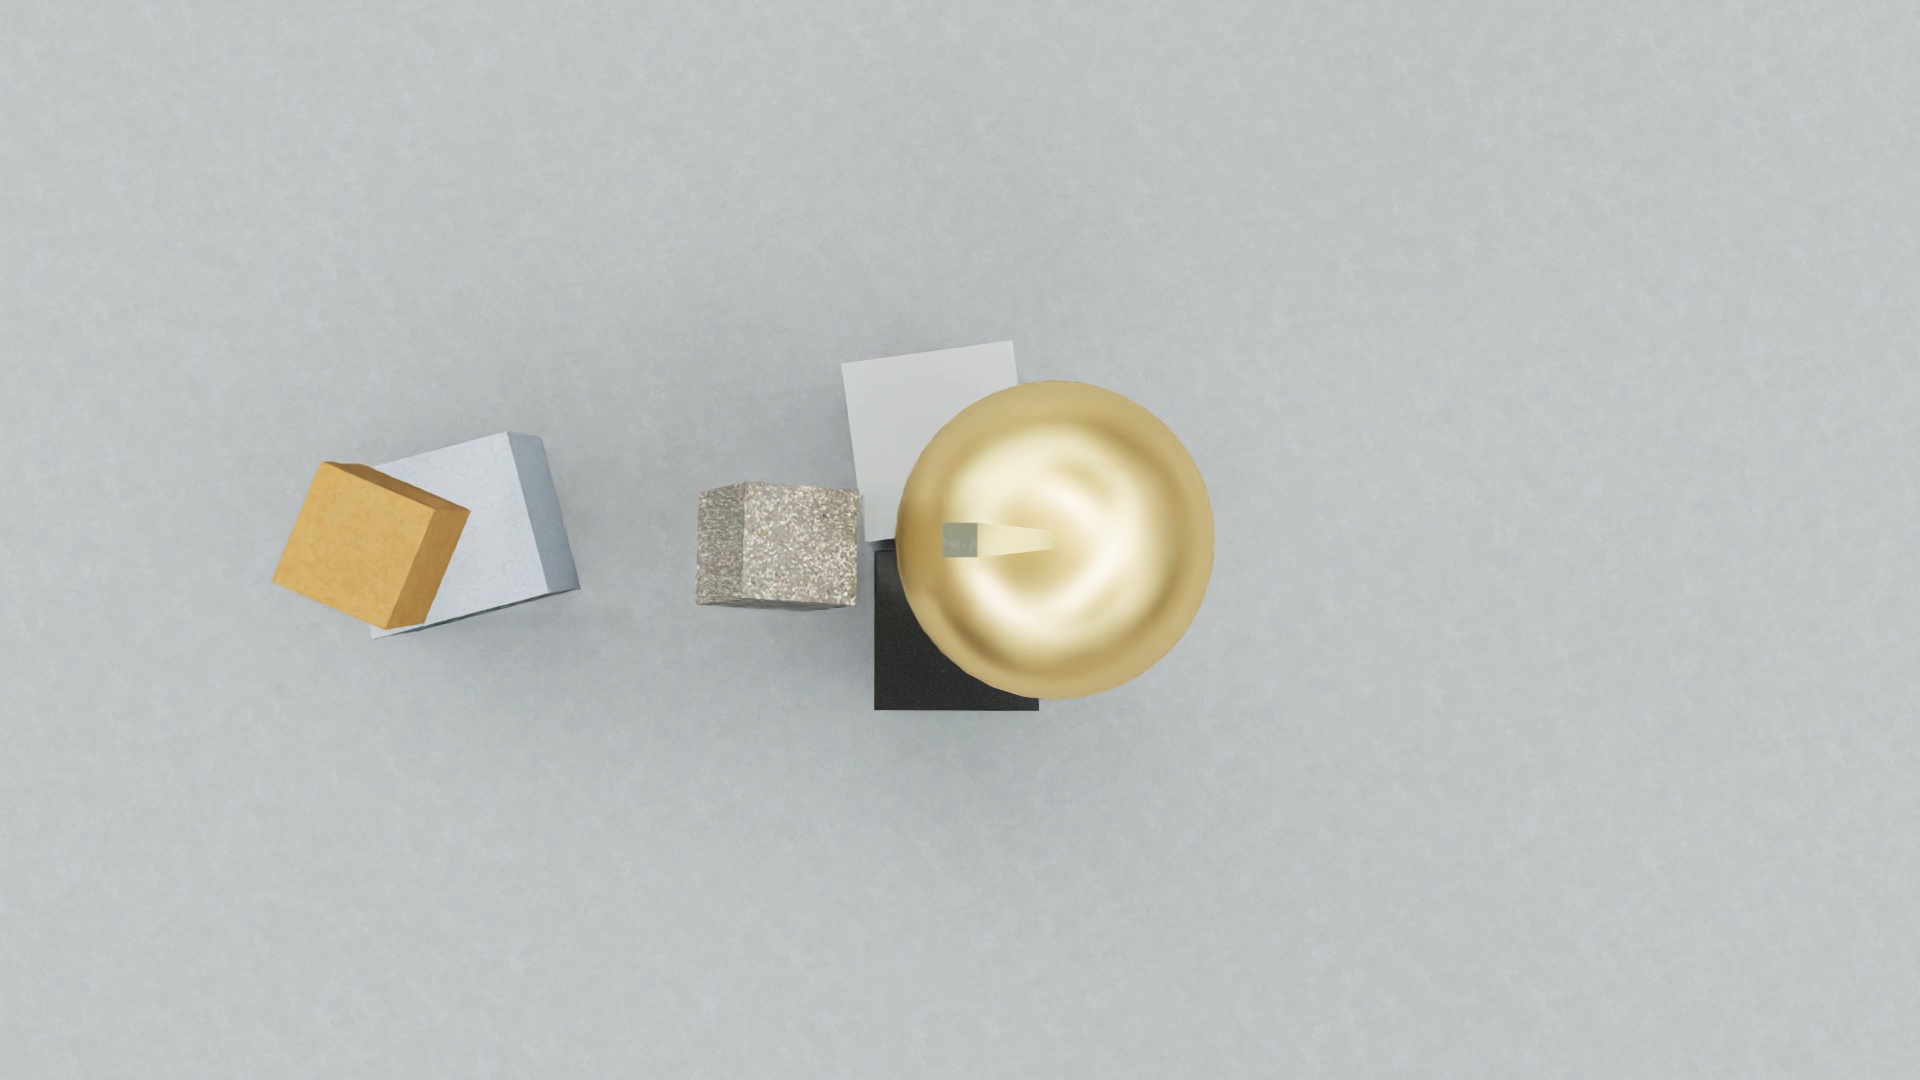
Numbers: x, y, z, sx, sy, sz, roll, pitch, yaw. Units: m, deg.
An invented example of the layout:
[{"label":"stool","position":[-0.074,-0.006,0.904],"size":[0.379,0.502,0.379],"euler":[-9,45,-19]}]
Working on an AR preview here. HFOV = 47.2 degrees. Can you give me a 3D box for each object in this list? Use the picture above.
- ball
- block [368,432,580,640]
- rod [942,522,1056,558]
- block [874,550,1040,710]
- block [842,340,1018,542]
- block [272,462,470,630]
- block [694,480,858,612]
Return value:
[{"label":"ball","position":[0.472,0.000,10.996],"size":[1.600,1.600,1.600],"euler":[0,90,0]},{"label":"block","position":[-2.857,-0.028,12.553],"size":[1.014,0.863,0.920],"euler":[-15,90,2]},{"label":"rod","position":[0.205,0.000,7.607],"size":[0.080,5.200,0.080],"euler":[0,90,5]},{"label":"block","position":[-0.017,0.499,12.527],"size":[0.905,0.945,0.873],"euler":[0,90,0]},{"label":"block","position":[-0.116,-0.540,12.503],"size":[0.942,0.995,0.984],"euler":[-8,90,0]},{"label":"block","position":[-3.135,0.026,11.766],"size":[0.646,0.724,0.678],"euler":[23,91,2]},{"label":"block","position":[-0.975,0.044,11.666],"size":[0.653,0.597,0.603],"euler":[5,83,-30]}]
